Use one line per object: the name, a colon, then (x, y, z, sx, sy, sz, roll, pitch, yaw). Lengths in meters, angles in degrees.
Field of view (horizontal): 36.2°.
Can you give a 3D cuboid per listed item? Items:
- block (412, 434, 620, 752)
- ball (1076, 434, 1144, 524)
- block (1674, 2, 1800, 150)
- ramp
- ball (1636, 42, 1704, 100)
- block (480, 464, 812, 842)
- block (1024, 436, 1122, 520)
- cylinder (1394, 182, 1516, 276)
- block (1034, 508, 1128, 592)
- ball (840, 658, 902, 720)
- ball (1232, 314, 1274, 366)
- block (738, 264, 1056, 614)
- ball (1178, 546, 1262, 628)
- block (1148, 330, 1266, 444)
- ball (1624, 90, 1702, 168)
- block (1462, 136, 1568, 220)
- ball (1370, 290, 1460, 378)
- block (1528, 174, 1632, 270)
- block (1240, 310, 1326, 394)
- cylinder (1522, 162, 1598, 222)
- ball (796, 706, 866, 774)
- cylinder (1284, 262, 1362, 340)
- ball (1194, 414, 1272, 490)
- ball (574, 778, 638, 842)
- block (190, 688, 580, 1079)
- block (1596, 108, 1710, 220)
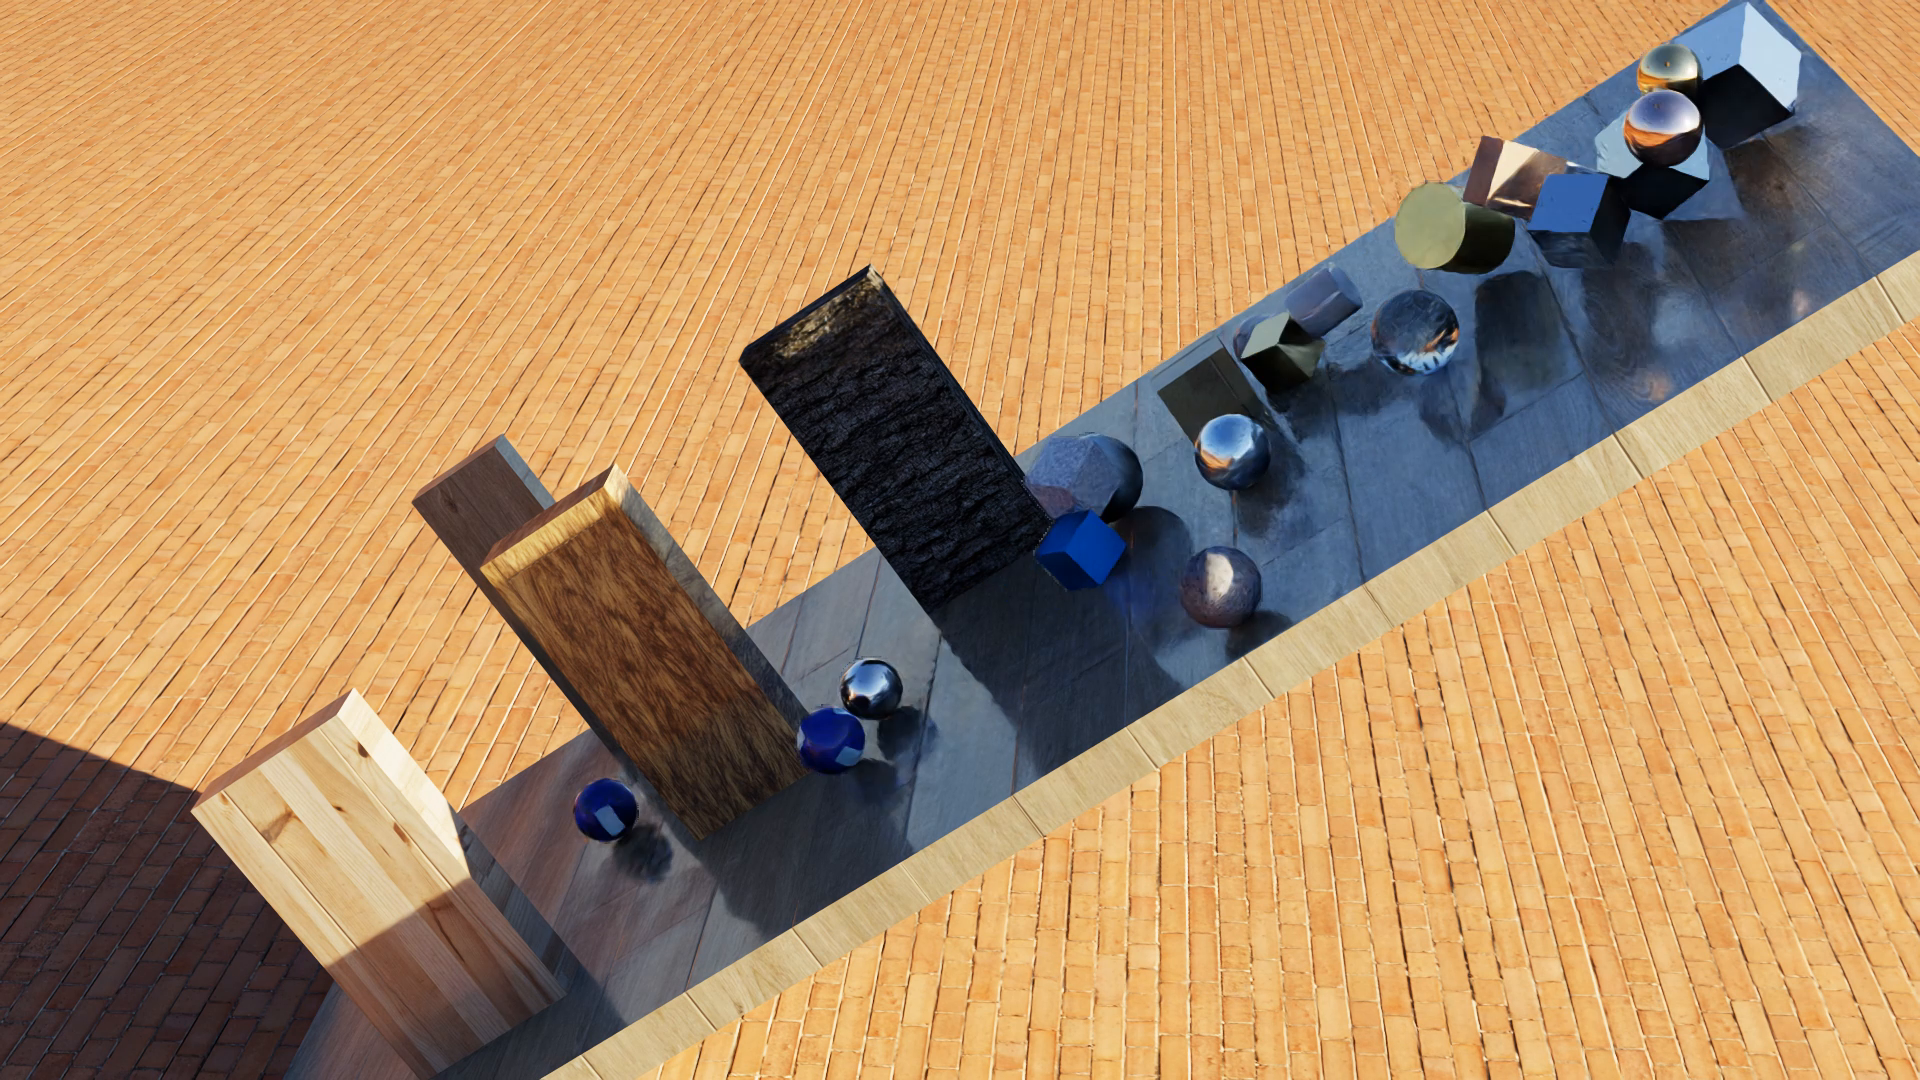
block: (-0.980, 0.134, 7.160, 0.258, 0.793, 0.092, -32, 16, 15)
ball: (0.295, -0.129, 6.293, 0.195, 0.195, 0.195, 0, 21, 0)
block: (1.538, -0.920, 5.842, 0.174, 0.174, 0.174, -26, 37, 45)
ramp: (0.136, 0.174, 6.306, 4.000, 0.100, 2.000, -32, 16, 15)
ball: (1.385, -0.906, 5.738, 0.126, 0.126, 0.126, 0, 21, 0)
block: (-0.636, 0.241, 6.171, 0.325, 0.751, 0.139, -32, 16, 15)
block: (0.235, -0.124, 6.098, 0.122, 0.122, 0.122, 8, 58, 43)
cylinder: (1.025, -0.643, 6.092, 0.178, 0.178, 0.178, 0, 15, -46)
block: (0.249, 0.021, 6.064, 0.113, 0.113, 0.113, -11, 40, 58)
ball: (-0.186, 0.313, 6.156, 0.132, 0.132, 0.132, 0, 21, 0)
ball: (0.669, -0.436, 6.505, 0.130, 0.130, 0.130, 0, 21, 0)
block: (-0.132, -0.217, 6.493, 0.347, 0.716, 0.102, -32, 16, 15)
ball: (0.474, 0.086, 5.348, 0.151, 0.151, 0.151, 0, 21, 0)
block: (0.535, -0.322, 6.382, 0.171, 0.171, 0.171, -34, 15, 7)
ball: (1.312, -0.767, 5.488, 0.145, 0.145, 0.145, 0, 21, 0)
block: (1.093, -0.710, 5.802, 0.134, 0.134, 0.134, 15, 9, -13)
ball: (0.902, -0.410, 5.833, 0.175, 0.175, 0.175, 0, 21, 0)
block: (1.188, -0.611, 5.638, 0.129, 0.129, 0.129, 7, 66, 37)
block: (0.697, -0.406, 6.344, 0.113, 0.113, 0.113, -22, 32, 47)
cylinder: (1.221, -0.690, 5.921, 0.138, 0.138, 0.138, 14, 17, -16)
ball: (-0.264, 0.411, 6.022, 0.140, 0.140, 0.140, 0, 21, 0)
cylinder: (0.780, -0.511, 6.305, 0.118, 0.118, 0.118, -37, 9, 23)
ball: (0.551, -0.178, 5.948, 0.156, 0.156, 0.156, 0, 21, 0)
ball: (-0.795, 0.606, 6.600, 0.142, 0.142, 0.142, 0, 21, 0)
block: (-1.156, 0.705, 5.955, 0.382, 0.743, 0.130, -32, 16, 15)
block: (1.345, -0.741, 5.718, 0.147, 0.147, 0.147, 15, 59, -22)
